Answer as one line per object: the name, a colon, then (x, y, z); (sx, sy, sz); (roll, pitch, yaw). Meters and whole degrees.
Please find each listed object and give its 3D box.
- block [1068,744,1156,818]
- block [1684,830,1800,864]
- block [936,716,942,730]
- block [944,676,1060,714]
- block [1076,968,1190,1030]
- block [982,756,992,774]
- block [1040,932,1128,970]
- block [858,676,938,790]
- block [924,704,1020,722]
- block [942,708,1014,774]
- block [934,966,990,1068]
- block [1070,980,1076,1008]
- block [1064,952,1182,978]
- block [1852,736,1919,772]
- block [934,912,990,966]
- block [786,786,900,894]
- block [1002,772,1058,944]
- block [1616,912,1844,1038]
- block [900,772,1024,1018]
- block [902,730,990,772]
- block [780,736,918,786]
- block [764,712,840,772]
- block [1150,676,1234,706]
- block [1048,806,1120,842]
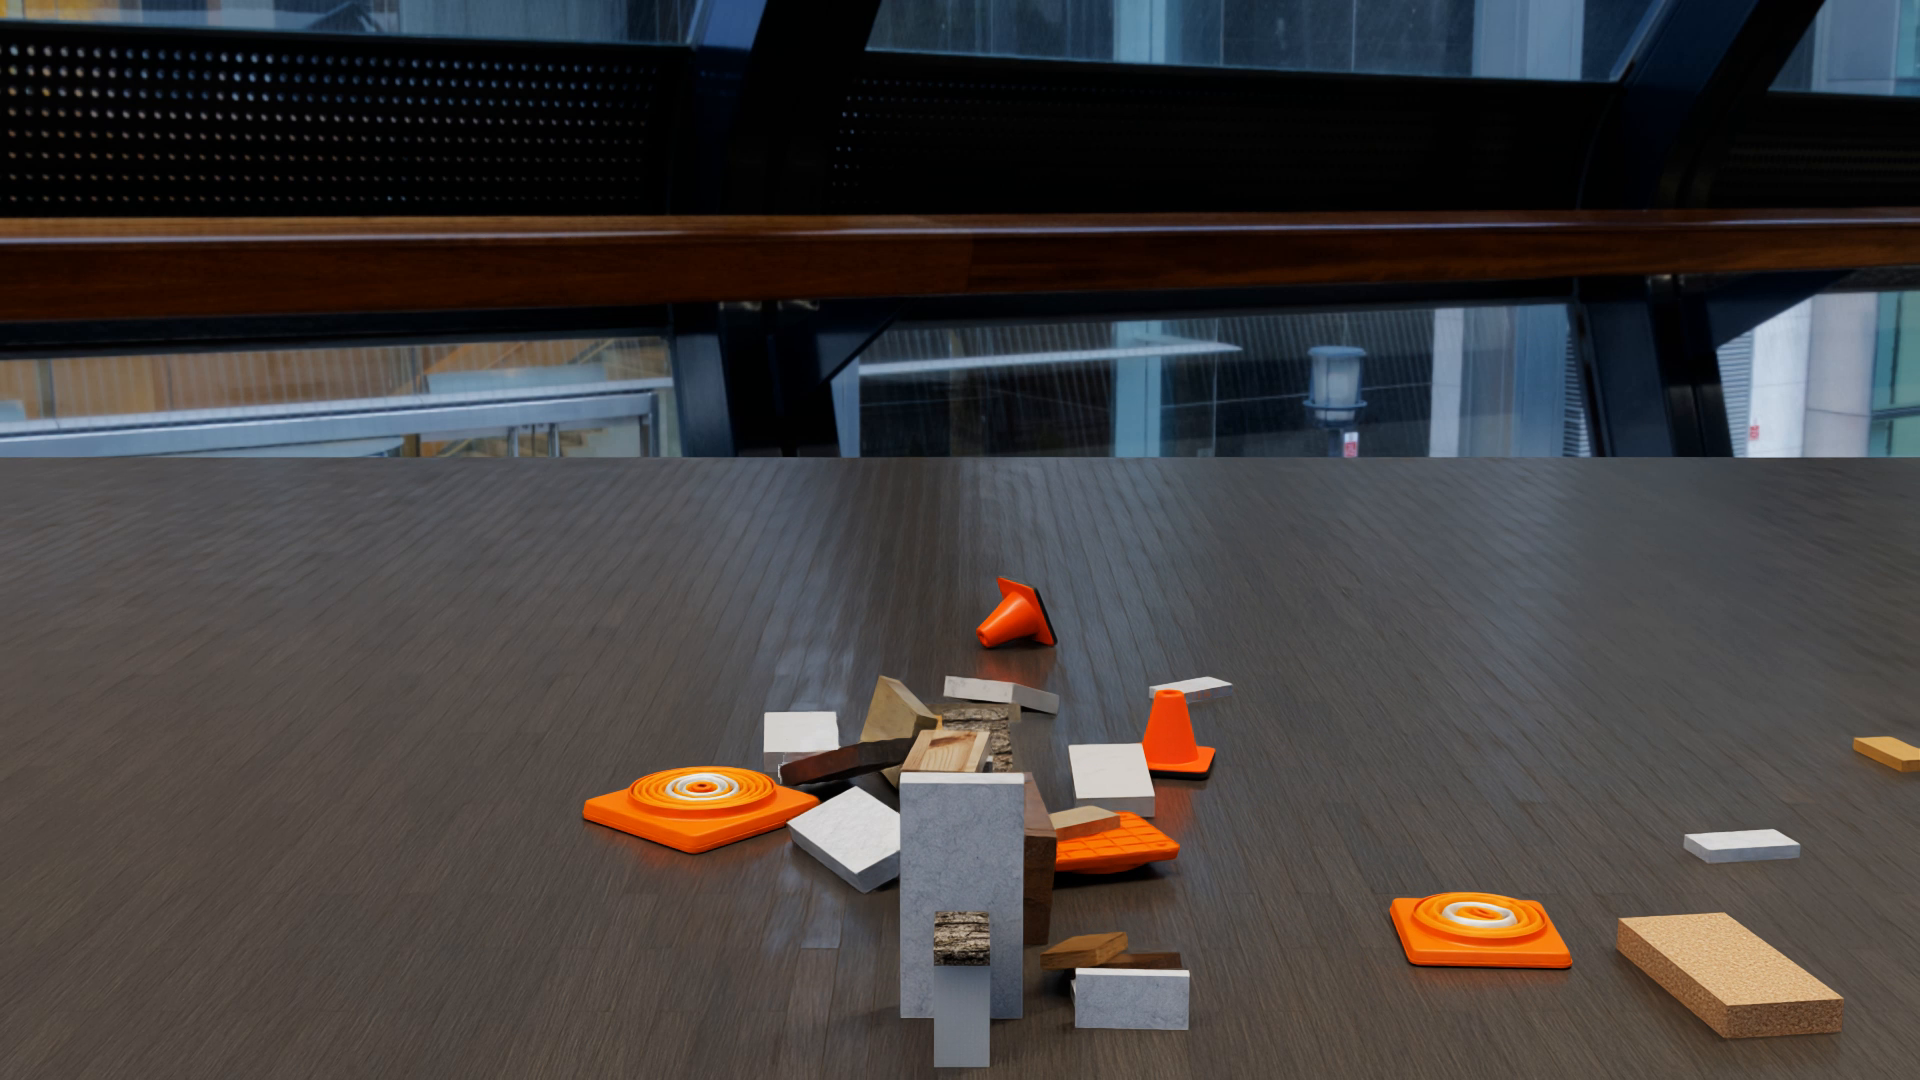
block: (0.287, 0.459, 4.203); (0.145, 0.041, 0.290); (-2, 14, 0)
block: (1.377, 0.539, 3.875); (0.173, 0.024, 0.086); (-2, 11, -10)
block: (0.003, 0.423, 4.303); (0.132, 0.037, 0.264); (0, 24, 1)
block: (0.092, 0.332, 4.685); (0.150, 0.043, 0.301); (4, -7, 22)
block: (0.244, 0.651, 3.120); (0.160, 0.080, 0.023); (1, 11, 3)
block: (-0.004, 0.475, 3.649); (0.116, 0.232, 0.033); (0, 9, 0)
block: (0.188, 0.617, 3.304); (0.086, 0.024, 0.173); (-9, -4, 19)
block: (-0.125, 0.382, 4.363); (0.043, 0.150, 0.319); (15, 6, -18)
block: (0.019, 0.359, 4.573); (0.132, 0.037, 0.264); (2, -5, -18)
block: (0.032, 0.397, 4.060); (0.124, 0.035, 0.247); (-1, 30, -1)
block: (0.003, 0.640, 2.985); (0.076, 0.151, 0.021); (0, 11, 0)
block: (0.245, 0.664, 3.208); (0.160, 0.023, 0.080); (-1, 11, -5)
block: (0.240, 0.630, 3.257); (0.160, 0.023, 0.080); (-11, -5, 44)
block: (1.894, 0.433, 4.452); (0.083, 0.023, 0.166); (-2, 11, -11)
block: (0.003, 0.546, 3.019); (0.076, 0.021, 0.151); (0, 11, 0)
block: (-0.174, 0.517, 3.818); (0.145, 0.041, 0.307); (-26, 20, -20)
block: (0.105, 0.513, 3.593); (0.050, 0.175, 0.350); (4, 10, -5)
block: (1.133, 0.641, 3.259); (0.175, 0.050, 0.350); (-2, 11, -8)
block: (0.003, 0.509, 3.146); (0.175, 0.350, 0.050); (0, 11, 1)
block: (-0.021, 0.356, 3.564); (0.116, 0.033, 0.232); (1, 11, 7)
block: (-0.205, 0.420, 4.163); (0.145, 0.041, 0.290); (-3, -11, -35)
block: (-0.326, 0.412, 4.510); (0.150, 0.043, 0.301); (-1, 11, -5)
block: (0.521, 0.340, 4.951); (0.173, 0.024, 0.086); (-7, 13, -34)
block: (0.191, 0.498, 3.851); (0.166, 0.023, 0.083); (-7, 10, -34)
